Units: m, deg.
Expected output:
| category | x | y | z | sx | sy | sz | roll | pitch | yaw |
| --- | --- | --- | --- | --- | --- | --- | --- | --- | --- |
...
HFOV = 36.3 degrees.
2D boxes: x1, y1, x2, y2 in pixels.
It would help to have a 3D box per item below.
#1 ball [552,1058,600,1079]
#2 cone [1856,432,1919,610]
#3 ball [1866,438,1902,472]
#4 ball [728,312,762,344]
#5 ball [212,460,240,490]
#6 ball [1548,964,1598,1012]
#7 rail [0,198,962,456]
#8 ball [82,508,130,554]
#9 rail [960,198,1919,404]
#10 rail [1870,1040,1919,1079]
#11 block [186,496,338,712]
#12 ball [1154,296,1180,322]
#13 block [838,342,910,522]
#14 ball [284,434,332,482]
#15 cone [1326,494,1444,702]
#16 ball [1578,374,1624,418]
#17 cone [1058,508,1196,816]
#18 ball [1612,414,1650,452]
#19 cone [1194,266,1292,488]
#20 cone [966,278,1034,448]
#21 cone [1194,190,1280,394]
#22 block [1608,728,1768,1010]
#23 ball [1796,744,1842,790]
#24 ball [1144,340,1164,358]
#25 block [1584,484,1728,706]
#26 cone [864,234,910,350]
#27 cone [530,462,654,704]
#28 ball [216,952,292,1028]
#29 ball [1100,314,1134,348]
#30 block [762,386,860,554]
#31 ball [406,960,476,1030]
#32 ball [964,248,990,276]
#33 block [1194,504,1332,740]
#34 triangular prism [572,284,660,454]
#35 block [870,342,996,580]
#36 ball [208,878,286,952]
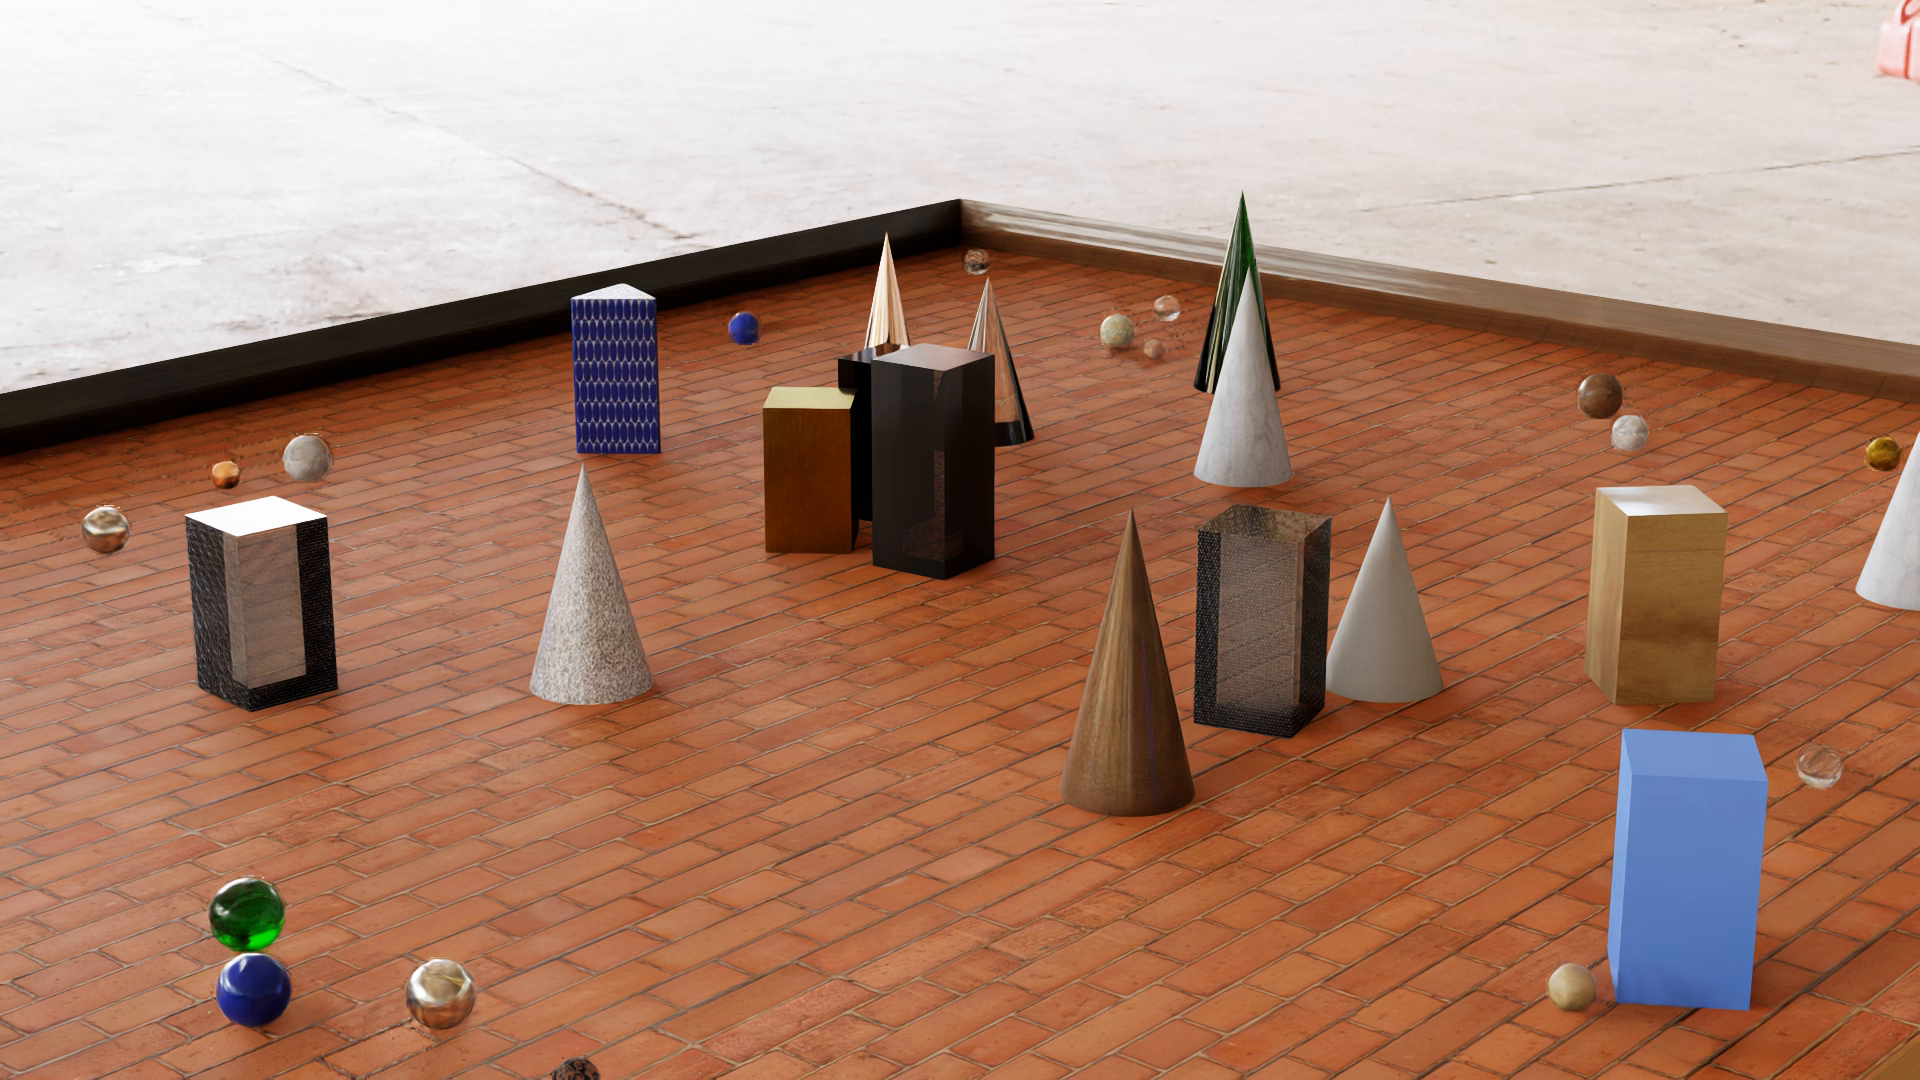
| category | x | y | z | sx | sy | sz | roll | pitch | yaw |
| --- | --- | --- | --- | --- | --- | --- | --- | --- | --- |
| ball | -0.434 | 0.614 | 3.321 | 0.055 | 0.055 | 0.055 | 0 | 17 | 0 |
| cone | 1.673 | -0.076 | 5.091 | 0.198 | 0.354 | 0.198 | 0 | 17 | 0 |
| ball | 1.861 | -0.172 | 5.907 | 0.068 | 0.068 | 0.068 | 0 | 17 | 0 |
| ball | -0.513 | -0.505 | 6.996 | 0.077 | 0.077 | 0.077 | 0 | 17 | 0 |
| ball | -1.446 | -0.127 | 5.778 | 0.057 | 0.057 | 0.057 | 0 | 17 | 0 |
| ball | 0.742 | 0.543 | 3.551 | 0.058 | 0.058 | 0.058 | 0 | 17 | 0 |
| rail | -1.564 | -0.359 | 6.420 | 0.045 | 0.129 | 4.824 | 14 | 22 | 39 |
| ball | -1.562 | -0.017 | 5.362 | 0.085 | 0.085 | 0.085 | 0 | 17 | 0 |
| rail | 1.566 | -0.488 | 6.847 | 4.189 | 0.129 | 0.045 | 14 | 22 | 39 |
| rail | 1.564 | 0.424 | 3.820 | 0.045 | 0.129 | 4.824 | 14 | 22 | 39 |
| block | -1.101 | 0.099 | 4.628 | 0.158 | 0.287 | 0.158 | -15 | 23 | -41 |
| ball | 0.510 | -0.571 | 7.234 | 0.066 | 0.066 | 0.066 | 0 | 17 | 0 |
| block | -0.120 | -0.201 | 5.585 | 0.158 | 0.309 | 0.158 | 11 | 20 | 31 |
| ball | -1.297 | -0.162 | 5.826 | 0.094 | 0.094 | 0.094 | 0 | 17 | 0 |
| cone | 0.675 | 0.078 | 4.654 | 0.198 | 0.312 | 0.198 | 0 | 17 | 0 |
| ball | 1.379 | -0.310 | 6.314 | 0.098 | 0.098 | 0.098 | 0 | 17 | 0 |
| cone | 0.242 | 0.157 | 4.184 | 0.198 | 0.431 | 0.198 | 0 | 17 | 0 |
| ball | 1.384 | -0.221 | 6.054 | 0.077 | 0.077 | 0.077 | 0 | 17 | 0 |
| cone | 0.569 | -0.337 | 5.832 | 0.198 | 0.426 | 0.198 | 0 | 17 | 0 |
| cone | 0.059 | -0.385 | 6.138 | 0.198 | 0.343 | 0.198 | 0 | 17 | 0 |
| cone | 0.624 | -0.563 | 6.543 | 0.198 | 0.449 | 0.198 | 0 | 17 | 0 |
| block | 0.890 | 0.403 | 3.600 | 0.158 | 0.298 | 0.158 | 2 | 17 | 8 |
| ball | 1.246 | 0.329 | 4.250 | 0.064 | 0.064 | 0.064 | 0 | 17 | 0 |
| ball | 0.455 | -0.447 | 6.856 | 0.046 | 0.046 | 0.046 | 0 | 17 | 0 |
| block | 1.097 | 0.086 | 4.633 | 0.158 | 0.310 | 0.158 | -2 | 17 | -6 |
| cone | -0.144 | -0.373 | 5.841 | 0.198 | 0.490 | 0.198 | 0 | 17 | 0 |
| cone | -0.589 | 0.054 | 4.638 | 0.198 | 0.368 | 0.198 | 0 | 17 | 0 |
| ball | -0.846 | 0.539 | 3.512 | 0.089 | 0.089 | 0.089 | 0 | 17 | 0 |
| ball | 0.373 | -0.496 | 6.957 | 0.081 | 0.081 | 0.081 | 0 | 17 | 0 |
| block | -0.273 | -0.129 | 5.408 | 0.158 | 0.274 | 0.158 | 1 | 17 | 3 |
| ball | -0.621 | 0.543 | 3.505 | 0.084 | 0.084 | 0.084 | 0 | 17 | 0 |
| ball | 0.045 | -0.738 | 7.781 | 0.070 | 0.070 | 0.070 | 0 | 17 | 0 |
| block | 0.465 | 0.123 | 4.505 | 0.158 | 0.312 | 0.158 | 8 | 18 | 24 |
| triangular prism | -0.703 | -0.356 | 6.072 | 0.171 | 0.325 | 0.148 | 0 | 17 | 1 |
| block | -0.047 | -0.143 | 5.264 | 0.158 | 0.383 | 0.158 | 11 | 20 | 33 |
| ball | -0.903 | 0.475 | 3.713 | 0.094 | 0.094 | 0.094 | 0 | 17 | 0 |
